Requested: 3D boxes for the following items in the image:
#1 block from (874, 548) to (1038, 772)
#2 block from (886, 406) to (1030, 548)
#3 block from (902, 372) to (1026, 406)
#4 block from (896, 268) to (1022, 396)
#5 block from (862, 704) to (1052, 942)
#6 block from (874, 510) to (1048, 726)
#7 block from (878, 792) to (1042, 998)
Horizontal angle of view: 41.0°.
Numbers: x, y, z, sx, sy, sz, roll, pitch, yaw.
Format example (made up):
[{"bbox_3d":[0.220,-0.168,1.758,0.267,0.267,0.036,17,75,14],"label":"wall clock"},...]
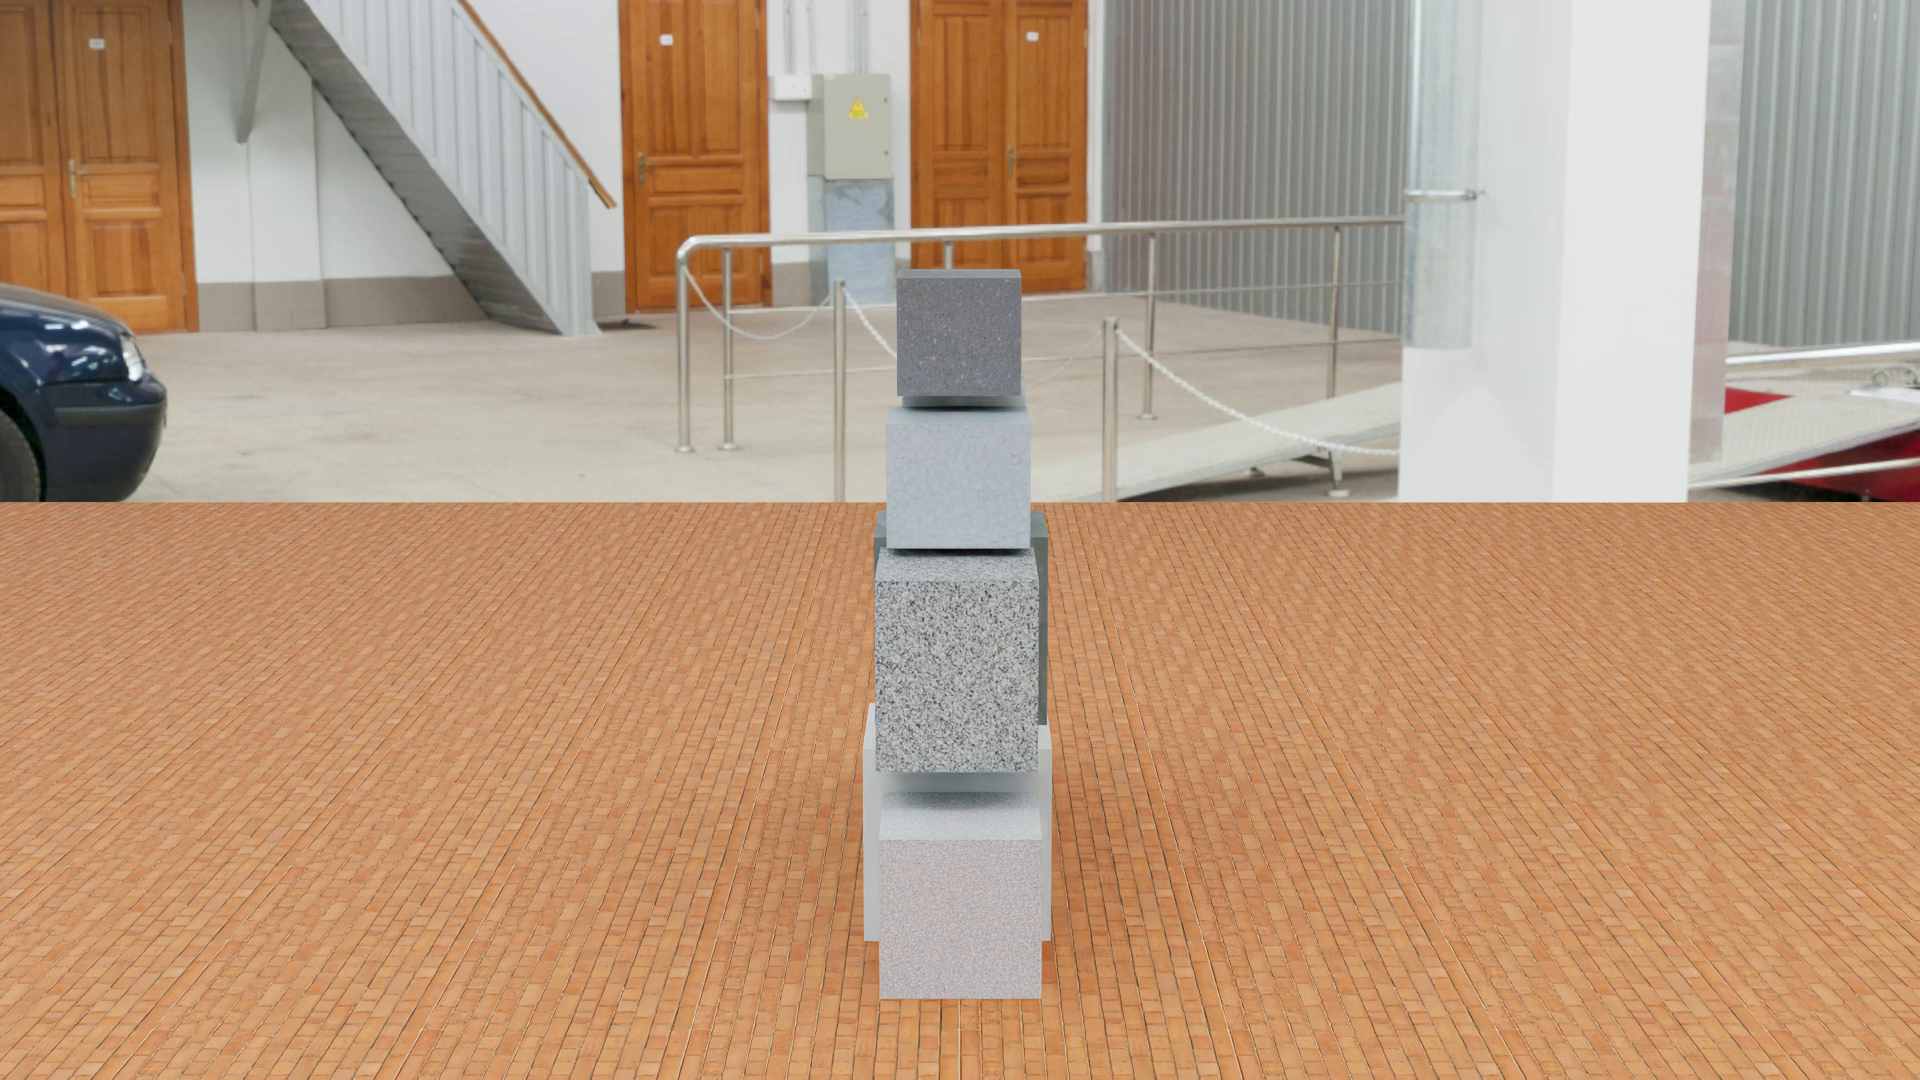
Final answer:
[{"bbox_3d":[-0.013,0.468,10.320,0.634,0.762,0.724,0,10,0],"label":"block"},{"bbox_3d":[-0.006,-0.266,10.592,0.580,0.507,0.558,0,10,0],"label":"block"},{"bbox_3d":[0.018,-0.407,11.168,0.527,0.579,0.606,0,10,0],"label":"block"},{"bbox_3d":[-0.004,-0.877,10.779,0.511,0.485,0.494,0,10,0],"label":"block"},{"bbox_3d":[-0.010,1.176,10.827,0.767,0.812,0.772,0,10,0],"label":"block"},{"bbox_3d":[0.004,0.324,11.006,0.721,0.801,0.657,0,10,0],"label":"block"},{"bbox_3d":[0.002,1.393,10.130,0.622,0.635,0.657,0,10,0],"label":"block"}]
